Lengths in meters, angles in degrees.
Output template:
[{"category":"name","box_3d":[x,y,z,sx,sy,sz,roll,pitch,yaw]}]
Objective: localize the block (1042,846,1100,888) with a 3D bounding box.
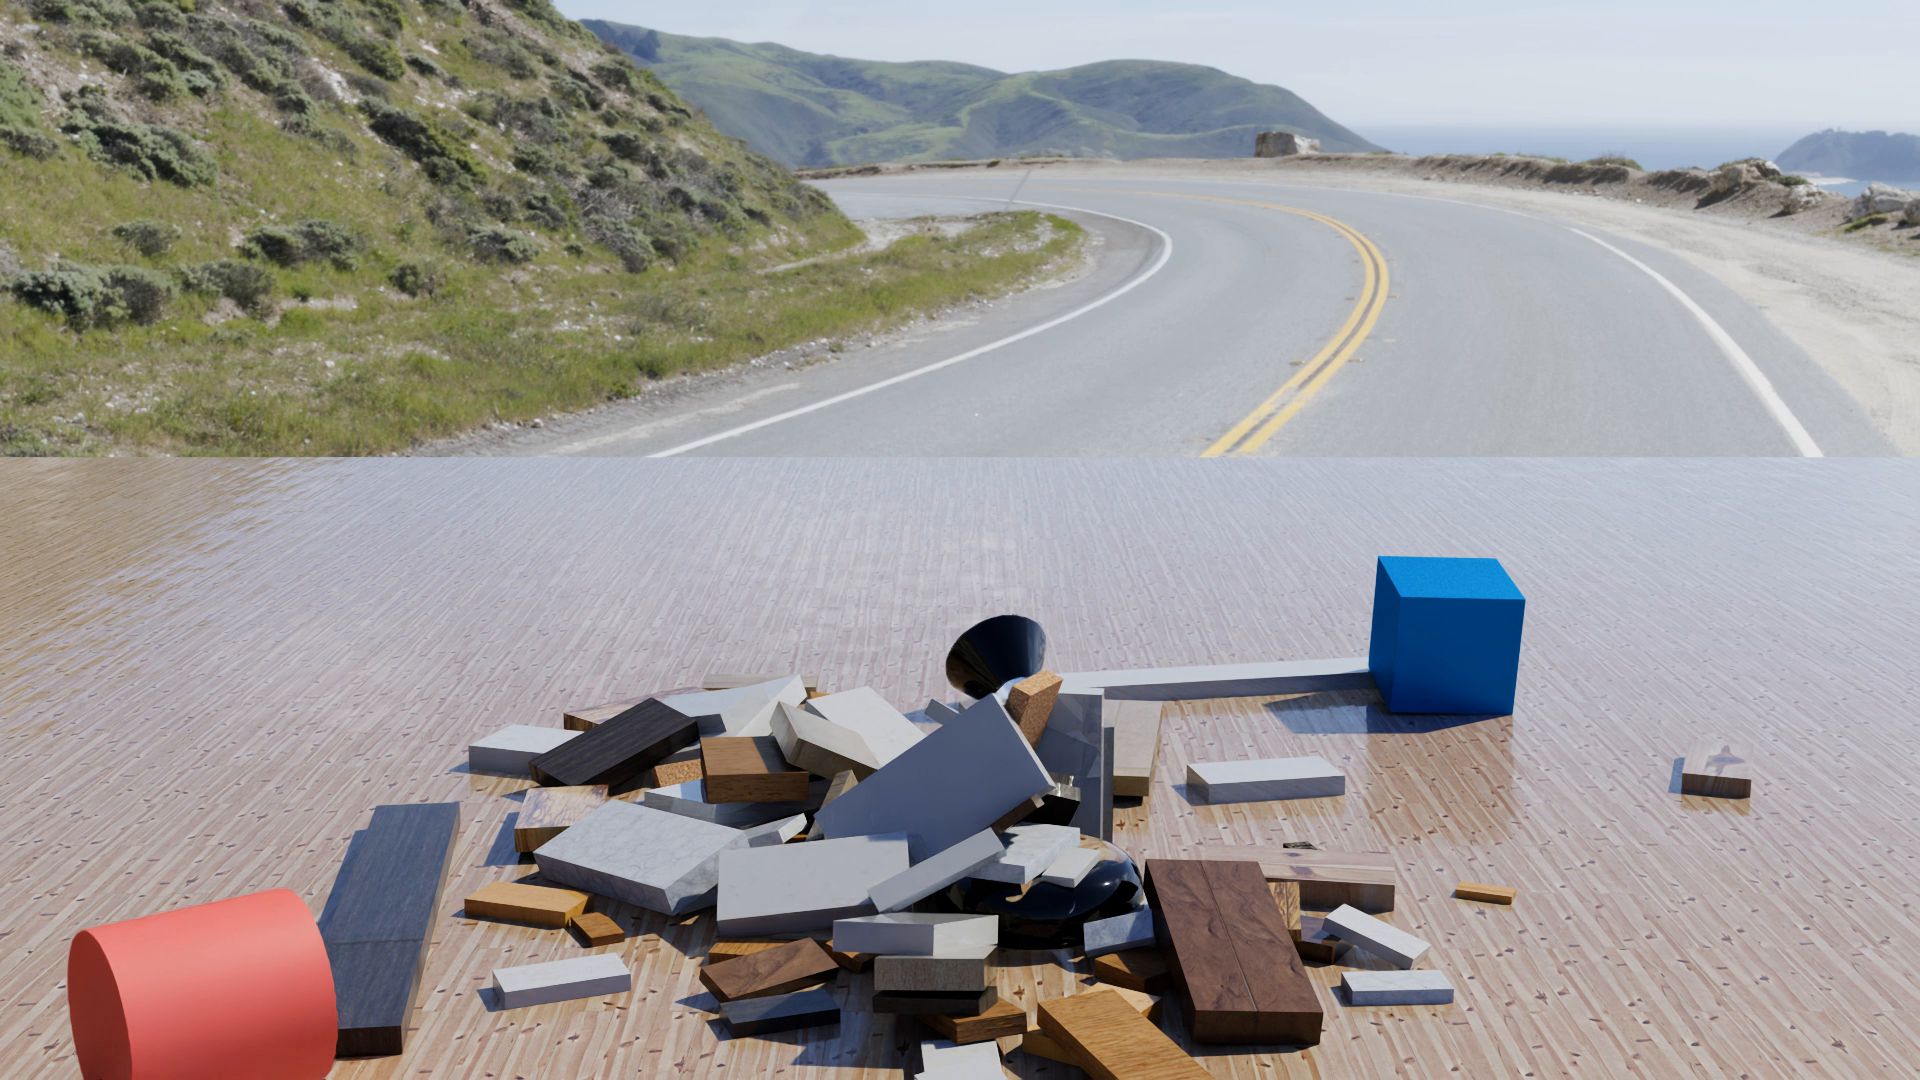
[{"category":"block","box_3d":[0.174,0.511,3.437,0.054,0.015,0.108,3,18,26]}]

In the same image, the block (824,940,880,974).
[{"category":"block","box_3d":[-0.138,0.624,3.388,0.071,0.020,0.141,23,21,30]}]

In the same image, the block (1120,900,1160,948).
[{"category":"block","box_3d":[0.337,0.583,3.488,0.084,0.024,0.303,4,10,31]}]

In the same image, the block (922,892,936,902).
[{"category":"block","box_3d":[-0.030,0.465,3.626,0.118,0.236,0.033,36,3,14]}]

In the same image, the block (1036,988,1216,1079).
[{"category":"block","box_3d":[0.258,0.705,2.855,0.118,0.033,0.466,-5,16,-24]}]

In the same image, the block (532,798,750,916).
[{"category":"block","box_3d":[-0.532,0.525,3.670,0.359,0.051,0.180,5,29,44]}]

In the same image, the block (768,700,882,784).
[{"category":"block","box_3d":[-0.248,0.379,4.027,0.168,0.048,0.367,23,2,-12]}]

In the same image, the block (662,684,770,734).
[{"category":"block","box_3d":[-0.529,0.349,4.436,0.274,0.039,0.137,-10,16,39]}]

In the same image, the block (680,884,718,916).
[{"category":"block","box_3d":[-0.441,0.569,3.650,0.083,0.023,0.166,-16,17,-13]}]

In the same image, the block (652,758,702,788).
[{"category":"block","box_3d":[-0.510,0.457,4.190,0.144,0.072,0.020,-7,-22,-33]}]

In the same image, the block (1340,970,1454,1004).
[{"category":"block","box_3d":[0.644,0.659,3.241,0.149,0.021,0.075,-1,11,-3]}]

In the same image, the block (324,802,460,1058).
[{"category":"block","box_3d":[-0.916,0.596,3.519,0.149,0.042,1.036,-2,11,-8]}]

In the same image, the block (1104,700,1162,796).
[{"category":"block","box_3d":[0.327,0.412,4.429,0.137,0.039,0.563,1,11,8]}]

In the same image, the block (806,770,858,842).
[{"category":"block","box_3d":[-0.203,0.493,3.744,0.030,0.104,0.209,-16,22,20]}]

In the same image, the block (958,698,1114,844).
[{"category":"block","box_3d":[0.134,0.423,3.944,0.229,0.229,0.229,-2,11,-12]}]

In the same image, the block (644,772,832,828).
[{"category":"block","box_3d":[-0.367,0.462,4.006,0.176,0.050,0.398,5,7,39]}]

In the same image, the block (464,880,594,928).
[{"category":"block","box_3d":[-0.701,0.593,3.582,0.186,0.026,0.093,4,11,20]}]

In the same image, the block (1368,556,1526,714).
[{"category":"block","box_3d":[1.074,0.208,4.877,0.268,0.268,0.268,1,19,-1]}]

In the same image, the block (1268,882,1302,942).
[{"category":"block","box_3d":[0.495,0.582,3.442,0.075,0.021,0.149,-2,19,8]}]

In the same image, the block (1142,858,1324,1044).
[{"category":"block","box_3d":[0.396,0.602,3.261,0.180,0.051,0.454,2,19,-5]}]

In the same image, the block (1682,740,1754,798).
[{"category":"block","box_3d":[1.494,0.449,4.333,0.126,0.036,0.251,4,11,20]}]

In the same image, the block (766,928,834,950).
[{"category":"block","box_3d":[-0.239,0.617,3.435,0.113,0.016,0.056,-1,20,17]}]

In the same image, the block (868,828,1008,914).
[{"category":"block","box_3d":[-0.036,0.515,3.403,0.216,0.016,0.056,-26,37,-10]}]

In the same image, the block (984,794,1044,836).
[{"category":"block","box_3d":[0.066,0.453,3.488,0.141,0.020,0.071,-35,-8,8]}]

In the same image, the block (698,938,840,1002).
[{"category":"block","box_3d":[-0.282,0.642,3.262,0.196,0.022,0.079,-8,32,-38]}]

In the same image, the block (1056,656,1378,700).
[{"category":"block","box_3d":[0.695,0.317,5.033,1.033,0.039,0.139,-2,11,-12]}]

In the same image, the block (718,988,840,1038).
[{"category":"block","box_3d":[-0.258,0.676,3.143,0.158,0.022,0.079,-4,11,-20]}]

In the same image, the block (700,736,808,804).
[{"category":"block","box_3d":[-0.377,0.413,3.989,0.176,0.050,0.351,-1,6,-9]}]

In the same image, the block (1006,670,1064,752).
[{"category":"block","box_3d":[0.069,0.400,3.703,0.036,0.373,0.127,28,21,21]}]

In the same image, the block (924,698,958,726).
[{"category":"block","box_3d":[0.034,0.392,4.481,0.126,0.036,0.251,28,-2,-26]}]

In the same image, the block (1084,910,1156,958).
[{"category":"block","box_3d":[0.243,0.599,3.348,0.108,0.015,0.054,-14,38,11]}]

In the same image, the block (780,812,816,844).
[{"category":"block","box_3d":[-0.287,0.540,3.744,0.117,0.033,0.451,6,8,7]}]

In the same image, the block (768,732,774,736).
[{"category":"block","box_3d":[-0.347,0.387,4.574,0.139,0.039,0.277,-8,2,43]}]

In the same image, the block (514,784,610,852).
[{"category":"block","box_3d":[-0.716,0.501,3.977,0.148,0.042,0.297,-2,7,-6]}]

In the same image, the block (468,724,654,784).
[{"category":"block","box_3d":[-0.793,0.428,4.408,0.336,0.048,0.168,4,11,19]}]
